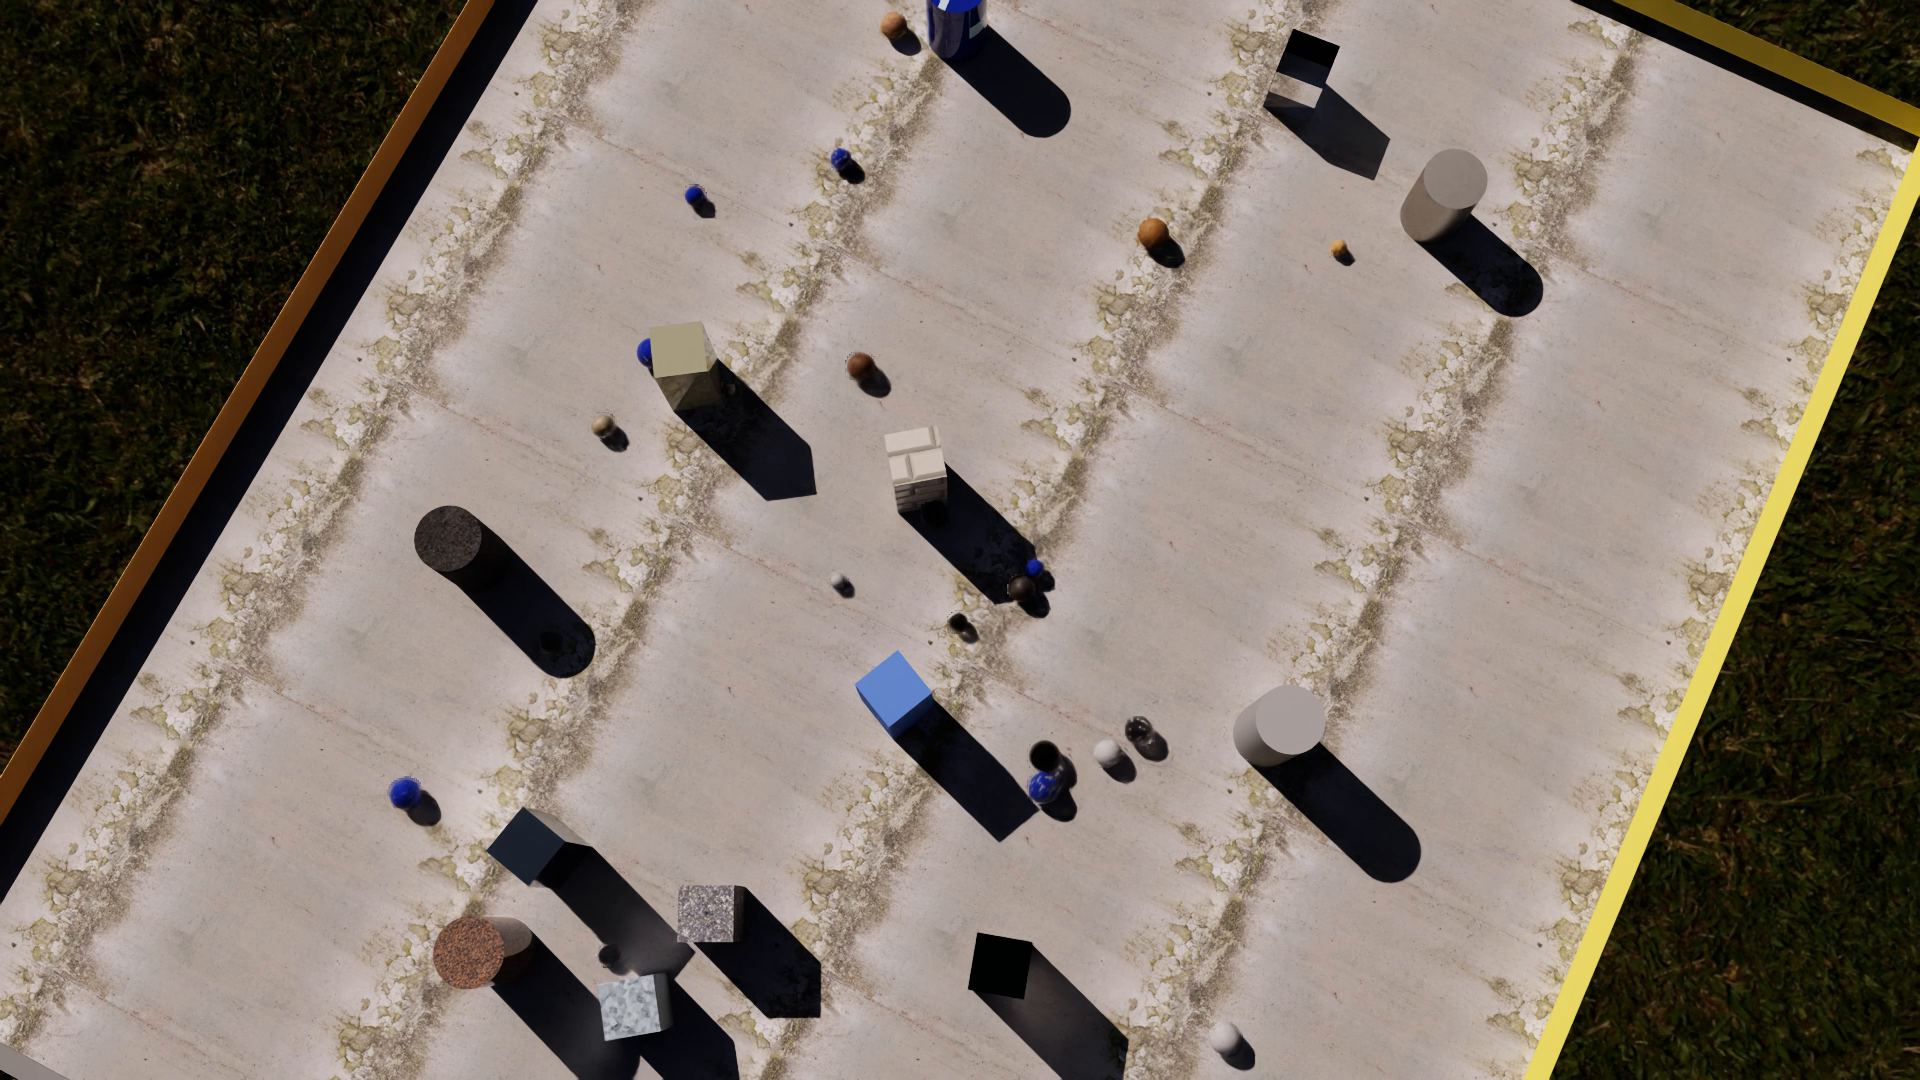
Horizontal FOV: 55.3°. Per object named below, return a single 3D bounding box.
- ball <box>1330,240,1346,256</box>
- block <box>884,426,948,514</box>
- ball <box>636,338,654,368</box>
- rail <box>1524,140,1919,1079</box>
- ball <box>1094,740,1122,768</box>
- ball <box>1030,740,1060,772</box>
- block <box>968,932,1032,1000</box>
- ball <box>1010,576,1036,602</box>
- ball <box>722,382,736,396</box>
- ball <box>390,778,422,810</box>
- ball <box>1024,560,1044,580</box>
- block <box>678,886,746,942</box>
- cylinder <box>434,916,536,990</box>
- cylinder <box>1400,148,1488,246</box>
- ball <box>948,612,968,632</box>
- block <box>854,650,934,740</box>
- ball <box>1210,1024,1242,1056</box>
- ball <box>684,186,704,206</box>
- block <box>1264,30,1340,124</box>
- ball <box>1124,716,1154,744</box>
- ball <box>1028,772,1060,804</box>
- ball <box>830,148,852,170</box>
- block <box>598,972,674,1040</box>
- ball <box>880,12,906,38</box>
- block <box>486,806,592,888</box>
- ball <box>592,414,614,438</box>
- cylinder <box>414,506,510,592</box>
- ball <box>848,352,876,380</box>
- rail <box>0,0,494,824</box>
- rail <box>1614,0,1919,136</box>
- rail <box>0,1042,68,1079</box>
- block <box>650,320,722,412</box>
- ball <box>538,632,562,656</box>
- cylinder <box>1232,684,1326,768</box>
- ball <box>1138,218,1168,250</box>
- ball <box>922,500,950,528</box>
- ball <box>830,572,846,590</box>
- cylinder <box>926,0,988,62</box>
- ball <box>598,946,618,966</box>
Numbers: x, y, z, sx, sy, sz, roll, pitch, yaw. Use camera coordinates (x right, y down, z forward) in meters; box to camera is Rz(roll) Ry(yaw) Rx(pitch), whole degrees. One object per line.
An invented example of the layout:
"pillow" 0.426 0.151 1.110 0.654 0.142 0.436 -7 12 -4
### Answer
"ball" 1.195 -0.923 5.781 0.051 0.051 0.051 0 78 0
"block" -0.129 -0.207 5.475 0.156 0.361 0.156 -11 79 -2
"ball" -0.956 -0.580 5.688 0.096 0.096 0.096 0 78 0
"rail" 1.934 0.953 5.354 0.045 0.126 5.170 26 80 5
"ball" 0.439 0.634 5.442 0.084 0.084 0.084 0 78 0
"ball" 0.252 0.641 5.436 0.094 0.094 0.094 0 78 0
"block" 0.111 1.201 5.187 0.156 0.354 0.156 9 78 2
"ball" 0.190 0.148 5.545 0.081 0.081 0.081 0 78 0
"ball" -0.717 -0.466 5.691 0.044 0.044 0.044 0 78 0
"ball" -1.638 0.752 5.414 0.091 0.091 0.091 0 78 0
"ball" 0.225 0.090 5.565 0.064 0.064 0.064 0 78 0
"block" -0.710 1.071 5.253 0.156 0.277 0.156 0 78 0
"cylinder" -1.338 1.163 5.179 0.194 0.385 0.194 0 78 0
"cylinder" 1.497 -1.060 5.682 0.194 0.302 0.194 0 78 0
"ball" -0.005 0.250 5.535 0.059 0.059 0.059 0 78 0
"block" -0.187 0.455 5.326 0.156 0.384 0.156 -38 81 -7
"ball" 0.765 1.439 5.274 0.088 0.088 0.088 0 78 0
"ball" -0.841 -1.089 5.810 0.062 0.062 0.062 0 78 0
"block" 1.077 -1.464 5.793 0.156 0.249 0.156 22 79 4
"ball" 0.532 0.567 5.453 0.086 0.086 0.086 0 78 0
"ball" 0.249 0.733 5.416 0.095 0.095 0.095 0 78 0
"ball" -0.378 -1.212 5.832 0.069 0.069 0.069 0 78 0
"block" -0.920 1.325 5.216 0.156 0.247 0.156 -10 78 -2
"ball" -0.214 -1.662 5.917 0.085 0.085 0.085 0 78 0
"block" -1.197 0.883 5.237 0.156 0.385 0.156 38 81 7
"ball" -1.101 -0.351 5.652 0.072 0.072 0.072 0 78 0
"cylinder" -1.475 0.029 5.439 0.194 0.335 0.194 0 78 0
"ball" -0.306 -0.537 5.683 0.088 0.088 0.088 0 78 0
"rail" -1.934 -0.940 5.746 0.045 0.126 5.170 26 80 5
"rail" 1.145 -2.237 6.014 4.371 0.126 0.045 26 80 5
"rail" -1.145 2.250 5.085 4.371 0.126 0.045 26 80 5
"block" -0.825 -0.521 5.539 0.156 0.362 0.156 -8 78 -2
"ball" -1.234 0.312 5.516 0.070 0.070 0.070 0 78 0
"cylinder" 0.915 0.540 5.285 0.194 0.431 0.194 0 78 0
"ball" 0.608 -0.964 5.766 0.097 0.097 0.097 0 78 0
"ball" -0.075 -0.076 5.555 0.085 0.085 0.085 0 78 0
"ball" -0.370 0.124 5.565 0.050 0.050 0.050 0 78 0
"cylinder" -0.011 -1.676 5.794 0.194 0.332 0.194 0 78 0
"ball" -1.024 1.210 5.336 0.059 0.059 0.059 0 78 0
